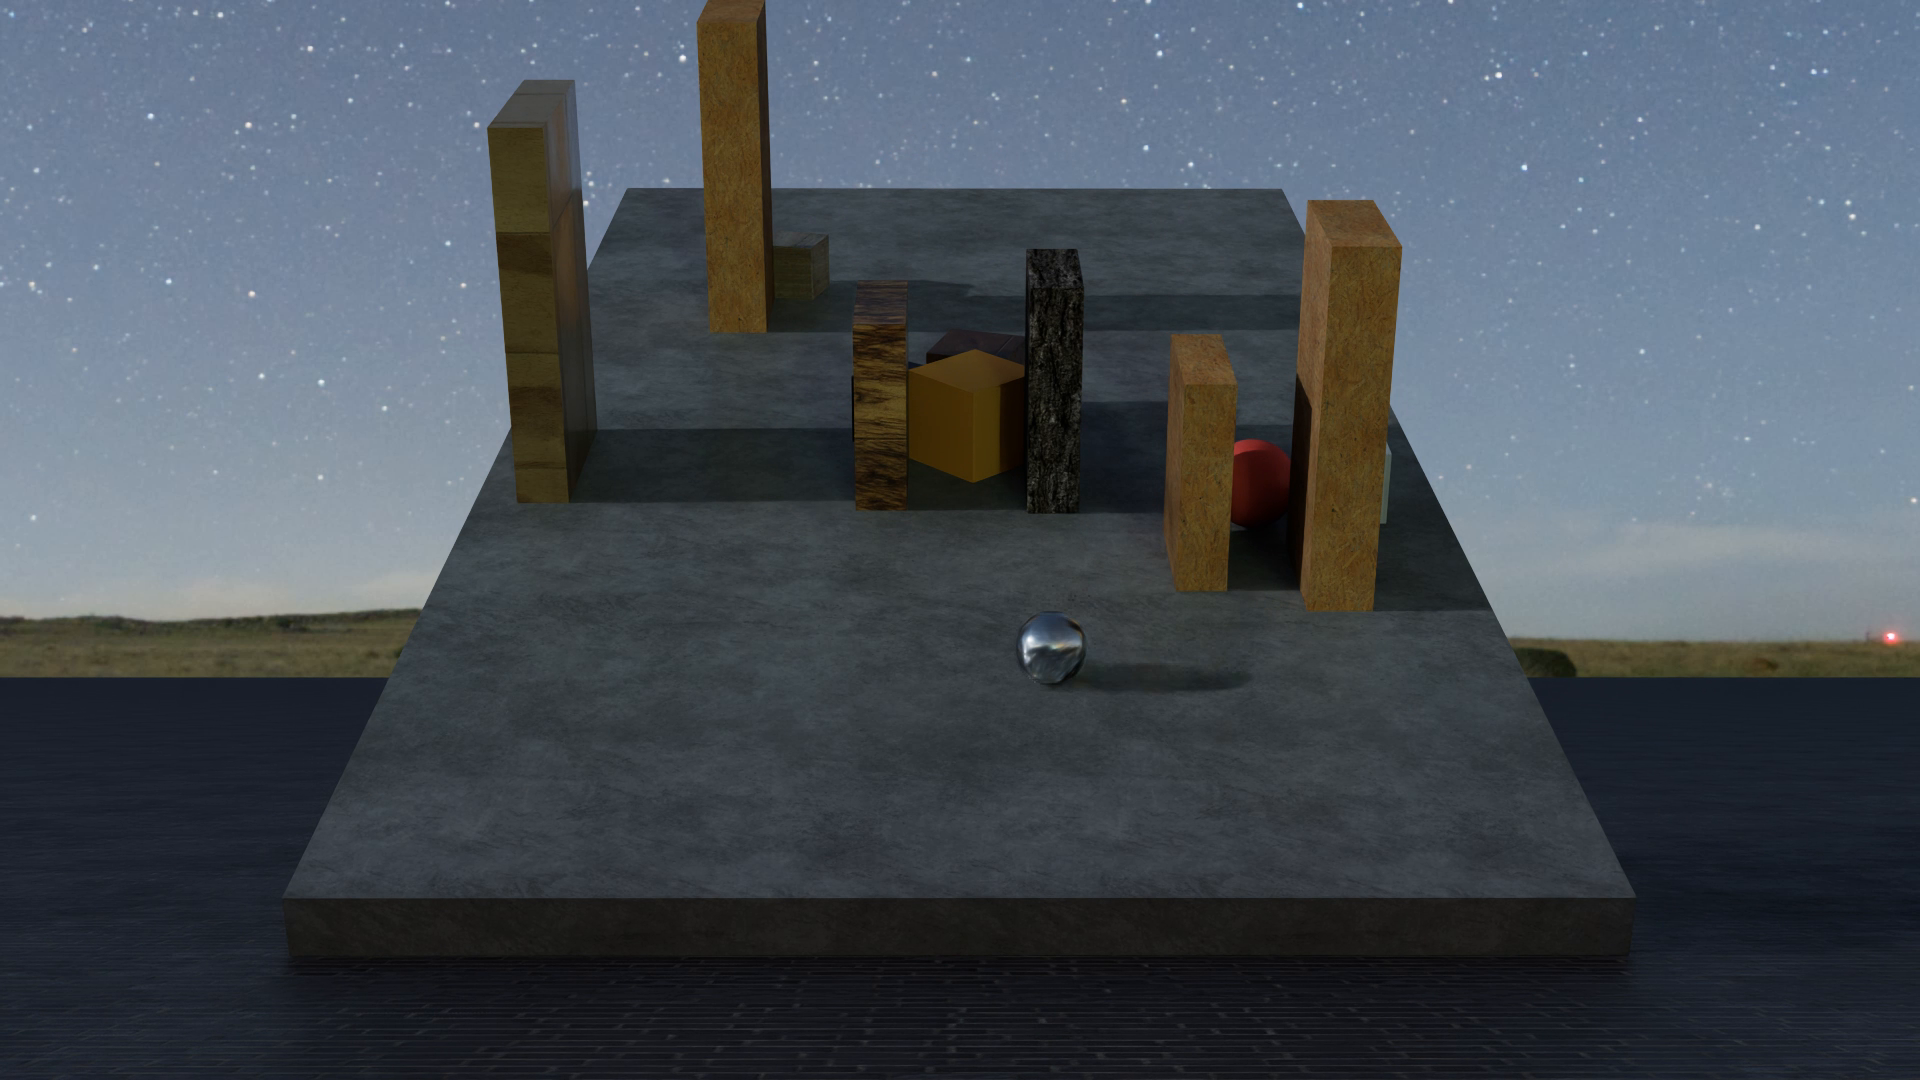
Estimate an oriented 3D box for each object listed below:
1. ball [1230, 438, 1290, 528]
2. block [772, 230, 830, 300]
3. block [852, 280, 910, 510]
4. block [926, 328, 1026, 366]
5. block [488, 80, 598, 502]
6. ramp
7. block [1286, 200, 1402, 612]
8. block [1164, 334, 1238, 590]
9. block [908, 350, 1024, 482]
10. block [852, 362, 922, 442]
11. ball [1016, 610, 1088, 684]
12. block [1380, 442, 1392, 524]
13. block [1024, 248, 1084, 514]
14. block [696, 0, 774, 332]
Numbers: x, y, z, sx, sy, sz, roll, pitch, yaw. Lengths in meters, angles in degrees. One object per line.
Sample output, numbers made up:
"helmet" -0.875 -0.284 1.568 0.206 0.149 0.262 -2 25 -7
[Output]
"ball" 0.589 -0.114 4.674 0.179 0.179 0.179 0 -3 0
"block" -0.434 -0.723 6.110 0.140 0.140 0.140 7 24 15
"block" -0.162 -0.303 4.825 0.105 0.402 0.294 0 24 0
"block" 0.038 -0.354 5.218 0.180 0.180 0.180 8 25 16
"block" -0.863 -0.522 4.841 0.107 0.787 0.425 0 24 0
"ramp" -0.008 -0.227 5.277 2.000 0.100 4.000 0 24 0
"block" 0.710 -0.251 4.331 0.123 0.704 0.305 0 24 0
"block" 0.459 -0.151 4.462 0.097 0.416 0.288 0 24 0
"block" 0.030 -0.270 4.999 0.201 0.201 0.201 -21 31 -39
"block" -0.129 -0.292 5.108 0.154 0.154 0.154 17 29 33
"ball" 0.160 0.187 4.049 0.126 0.126 0.126 0 -3 0
"block" 0.792 -0.134 4.754 0.151 0.151 0.151 1 24 1
"block" 0.190 -0.329 4.785 0.106 0.482 0.271 0 24 0
"block" -0.556 -0.932 5.797 0.142 0.773 0.290 0 24 0
